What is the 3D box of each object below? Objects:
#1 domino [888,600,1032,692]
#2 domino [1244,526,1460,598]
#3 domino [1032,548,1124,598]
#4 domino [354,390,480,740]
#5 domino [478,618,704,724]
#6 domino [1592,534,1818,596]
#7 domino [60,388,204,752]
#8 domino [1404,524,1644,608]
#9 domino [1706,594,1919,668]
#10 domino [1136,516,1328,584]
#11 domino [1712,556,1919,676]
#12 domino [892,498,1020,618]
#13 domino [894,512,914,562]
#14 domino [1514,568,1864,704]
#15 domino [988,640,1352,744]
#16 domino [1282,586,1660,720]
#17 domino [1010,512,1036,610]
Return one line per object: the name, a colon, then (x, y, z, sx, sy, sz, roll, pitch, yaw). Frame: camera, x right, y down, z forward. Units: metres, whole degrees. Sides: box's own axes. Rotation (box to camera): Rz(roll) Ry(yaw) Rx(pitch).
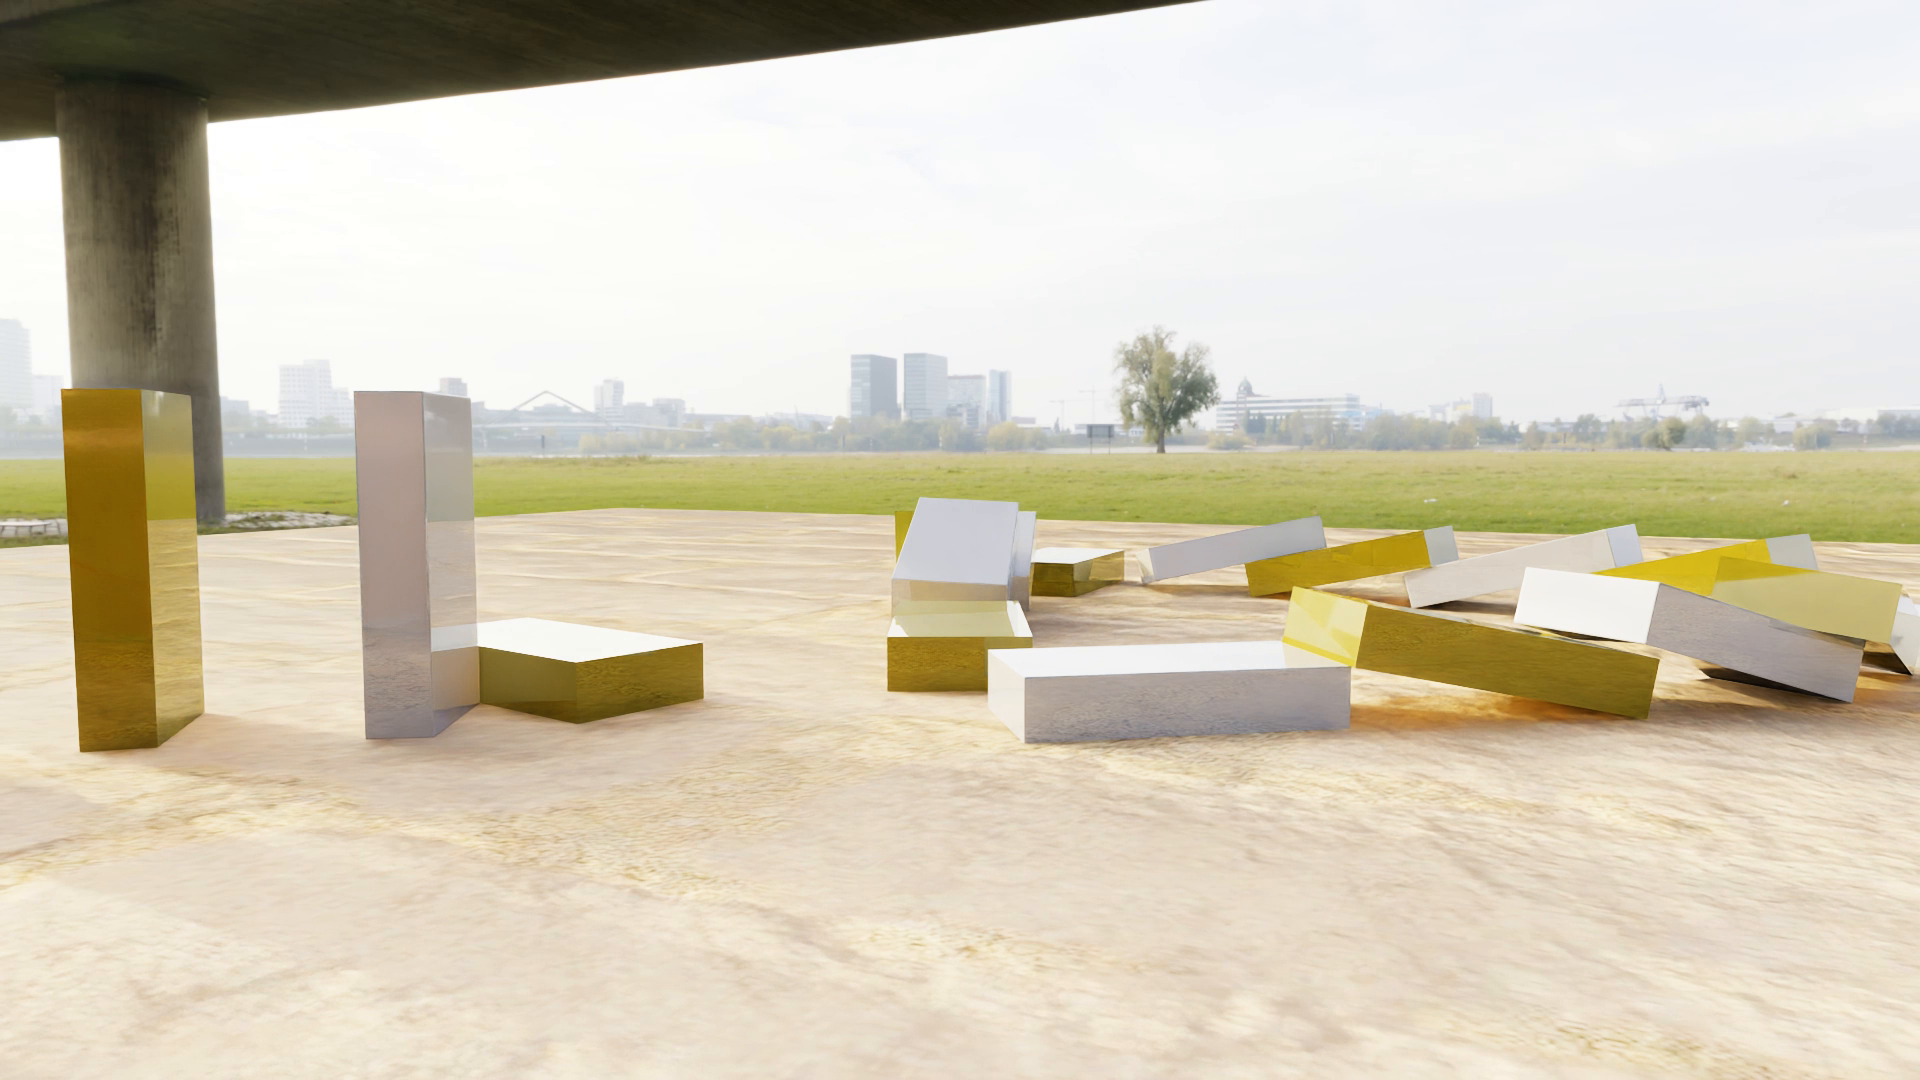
domino: (0.000, 0.019, 0.245, 0.025, 0.009, 0.050, 0, 4, 0)
domino: (0.107, 0.006, 0.352, 0.050, 0.010, 0.025, -13, -4, 37)
domino: (0.030, 0.009, 0.383, 0.025, 0.010, 0.050, 2, 5, 23)
domino: (-0.082, 0.003, 0.196, 0.009, 0.050, 0.025, 0, 4, -6)
domino: (-0.070, 0.021, 0.220, 0.050, 0.010, 0.025, 3, 5, 38)
domino: (0.164, 0.009, 0.295, 0.025, 0.010, 0.050, -3, -10, -39)
domino: (-0.121, 0.003, 0.189, 0.010, 0.050, 0.025, -1, 4, -17)
domino: (0.142, 0.007, 0.325, 0.050, 0.010, 0.025, -17, -8, 41)
domino: (0.182, 0.018, 0.264, 0.025, 0.010, 0.050, -3, 5, -38)
domino: (0.079, 0.003, 0.377, 0.050, 0.010, 0.025, -11, -4, -1)
domino: (0.151, 0.014, 0.225, 0.025, 0.010, 0.050, 13, -2, 41)
domino: (0.000, 0.004, 0.300, 0.025, 0.010, 0.050, 3, 23, 5)
domino: (-0.003, 0.006, 0.318, 0.025, 0.009, 0.050, 0, 23, -3)
domino: (0.120, 0.016, 0.212, 0.050, 0.010, 0.025, 14, -2, -23)
domino: (0.031, 0.023, 0.199, 0.050, 0.010, 0.025, -1, 4, -11)
domino: (0.081, 0.018, 0.206, 0.050, 0.010, 0.025, 10, 2, -11)
domino: (0.007, 0.005, 0.350, 0.025, 0.010, 0.050, 0, 20, 6)
